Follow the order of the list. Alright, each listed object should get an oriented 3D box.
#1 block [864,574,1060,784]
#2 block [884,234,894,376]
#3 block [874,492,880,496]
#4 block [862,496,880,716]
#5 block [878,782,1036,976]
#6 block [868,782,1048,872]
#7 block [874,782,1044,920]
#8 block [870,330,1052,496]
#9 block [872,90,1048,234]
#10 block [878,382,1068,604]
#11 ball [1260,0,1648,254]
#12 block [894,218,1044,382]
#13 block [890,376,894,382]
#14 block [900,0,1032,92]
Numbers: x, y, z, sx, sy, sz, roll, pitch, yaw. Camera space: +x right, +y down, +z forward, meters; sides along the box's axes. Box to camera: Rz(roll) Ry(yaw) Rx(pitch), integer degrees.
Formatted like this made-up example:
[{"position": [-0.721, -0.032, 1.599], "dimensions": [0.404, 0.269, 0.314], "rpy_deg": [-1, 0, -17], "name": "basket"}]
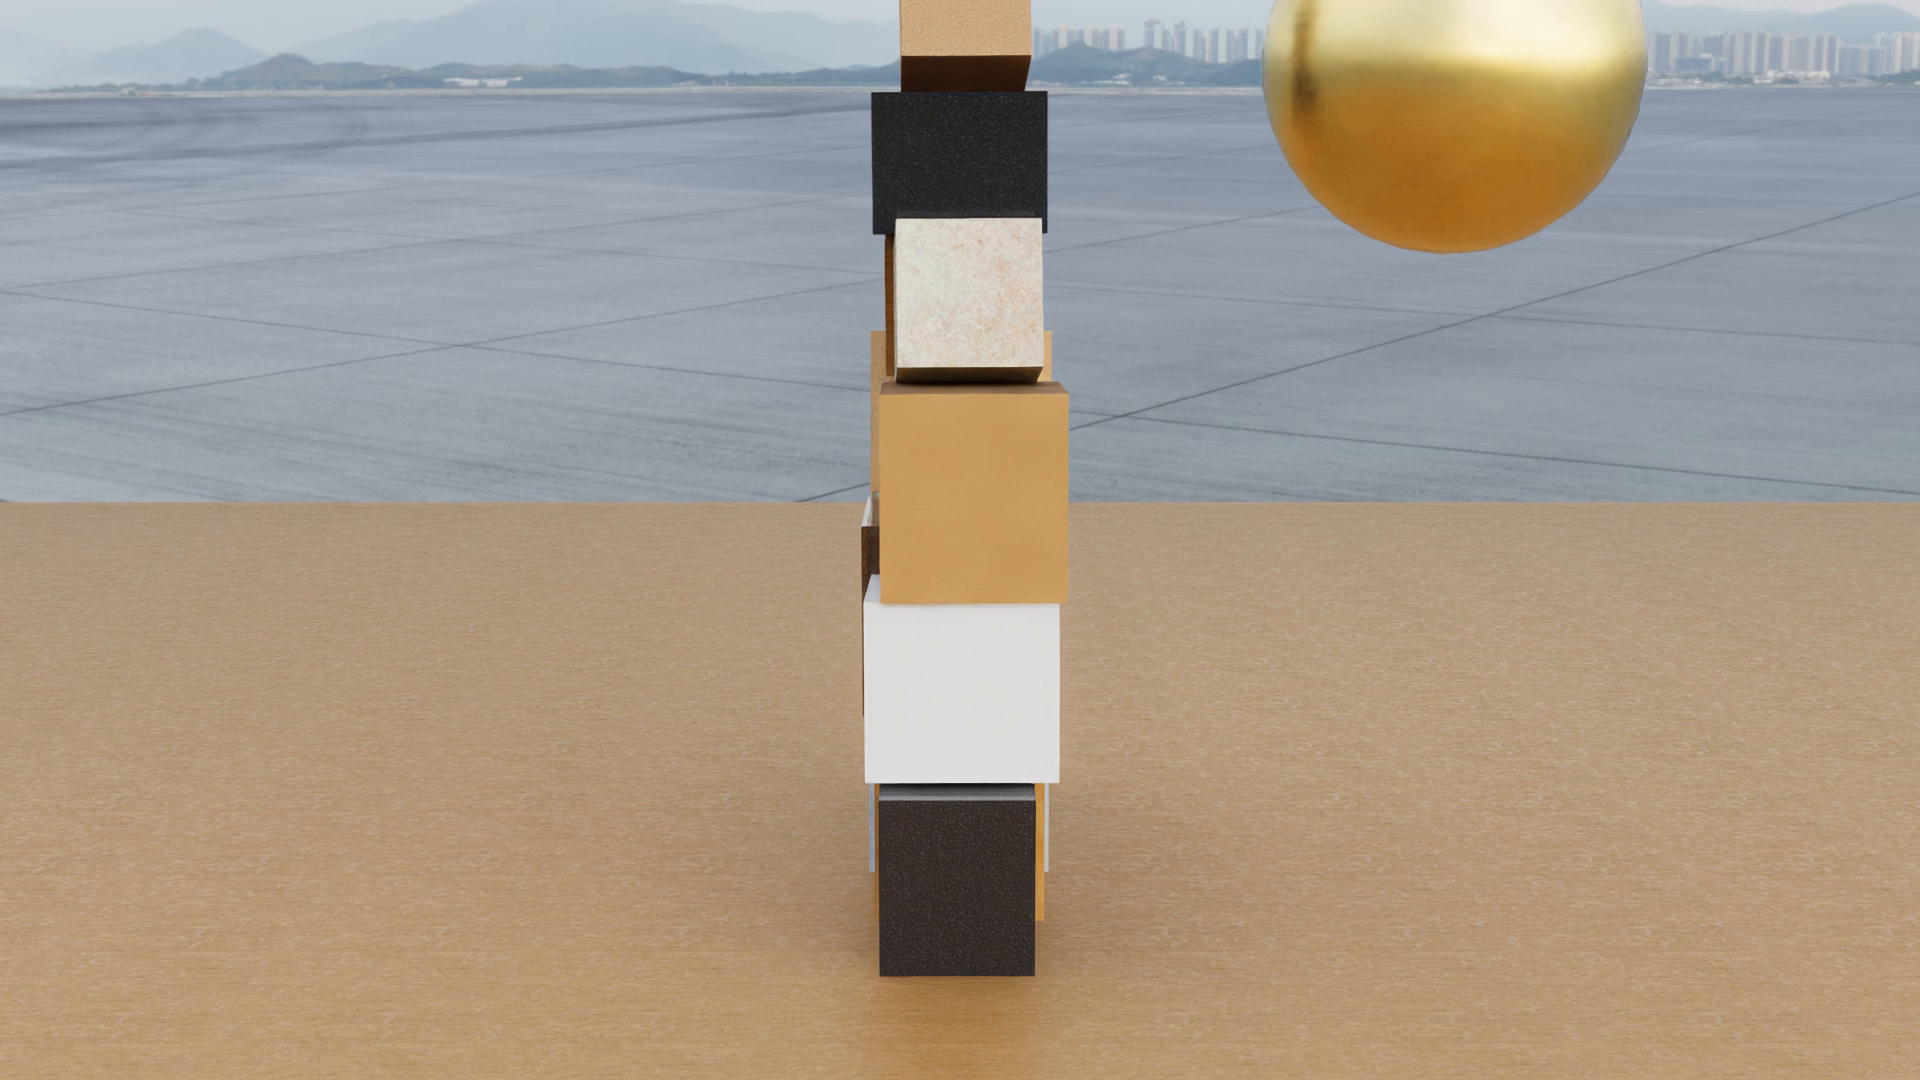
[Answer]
[{"position": [0.009, 0.551, 10.470], "dimensions": [0.767, 0.723, 0.788], "rpy_deg": [0, 7, 0], "name": "block"}, {"position": [-0.022, -1.119, 11.390], "dimensions": [0.607, 0.583, 0.629], "rpy_deg": [0, 26, 0], "name": "block"}, {"position": [0.019, 0.187, 12.106], "dimensions": [0.829, 0.771, 0.791], "rpy_deg": [0, -3, 0], "name": "block"}, {"position": [-0.018, 0.279, 11.232], "dimensions": [0.792, 0.825, 0.769], "rpy_deg": [0, 10, 0], "name": "block"}, {"position": [-0.012, 1.307, 10.368], "dimensions": [0.613, 0.718, 0.659], "rpy_deg": [0, 10, 0], "name": "block"}, {"position": [-0.005, 1.022, 11.697], "dimensions": [0.798, 0.803, 0.679], "rpy_deg": [0, 10, 0], "name": "block"}, {"position": [-0.002, 1.203, 11.037], "dimensions": [0.708, 0.685, 0.666], "rpy_deg": [0, 10, 0], "name": "block"}, {"position": [0.006, -0.569, 12.088], "dimensions": [0.825, 0.737, 0.771], "rpy_deg": [0, -3, 0], "name": "block"}, {"position": [-0.008, -1.611, 10.894], "dimensions": [0.724, 0.581, 0.647], "rpy_deg": [-1, 10, -1], "name": "block"}, {"position": [0.049, -0.205, 10.320], "dimensions": [0.731, 0.816, 0.767], "rpy_deg": [0, 7, -1], "name": "block"}, {"position": [2.074, -2.009, 10.815], "dimensions": [1.600, 1.600, 1.600], "rpy_deg": [0, 10, 0], "name": "ball"}, {"position": [0.027, -0.970, 10.572], "dimensions": [0.587, 0.603, 0.535], "rpy_deg": [0, -5, -3], "name": "block"}, {"position": [0.004, -0.405, 11.104], "dimensions": [0.610, 0.568, 0.716], "rpy_deg": [0, 10, 0], "name": "block"}, {"position": [0.016, -2.259, 10.864], "dimensions": [0.537, 0.579, 0.550], "rpy_deg": [-1, -5, -2], "name": "block"}]
